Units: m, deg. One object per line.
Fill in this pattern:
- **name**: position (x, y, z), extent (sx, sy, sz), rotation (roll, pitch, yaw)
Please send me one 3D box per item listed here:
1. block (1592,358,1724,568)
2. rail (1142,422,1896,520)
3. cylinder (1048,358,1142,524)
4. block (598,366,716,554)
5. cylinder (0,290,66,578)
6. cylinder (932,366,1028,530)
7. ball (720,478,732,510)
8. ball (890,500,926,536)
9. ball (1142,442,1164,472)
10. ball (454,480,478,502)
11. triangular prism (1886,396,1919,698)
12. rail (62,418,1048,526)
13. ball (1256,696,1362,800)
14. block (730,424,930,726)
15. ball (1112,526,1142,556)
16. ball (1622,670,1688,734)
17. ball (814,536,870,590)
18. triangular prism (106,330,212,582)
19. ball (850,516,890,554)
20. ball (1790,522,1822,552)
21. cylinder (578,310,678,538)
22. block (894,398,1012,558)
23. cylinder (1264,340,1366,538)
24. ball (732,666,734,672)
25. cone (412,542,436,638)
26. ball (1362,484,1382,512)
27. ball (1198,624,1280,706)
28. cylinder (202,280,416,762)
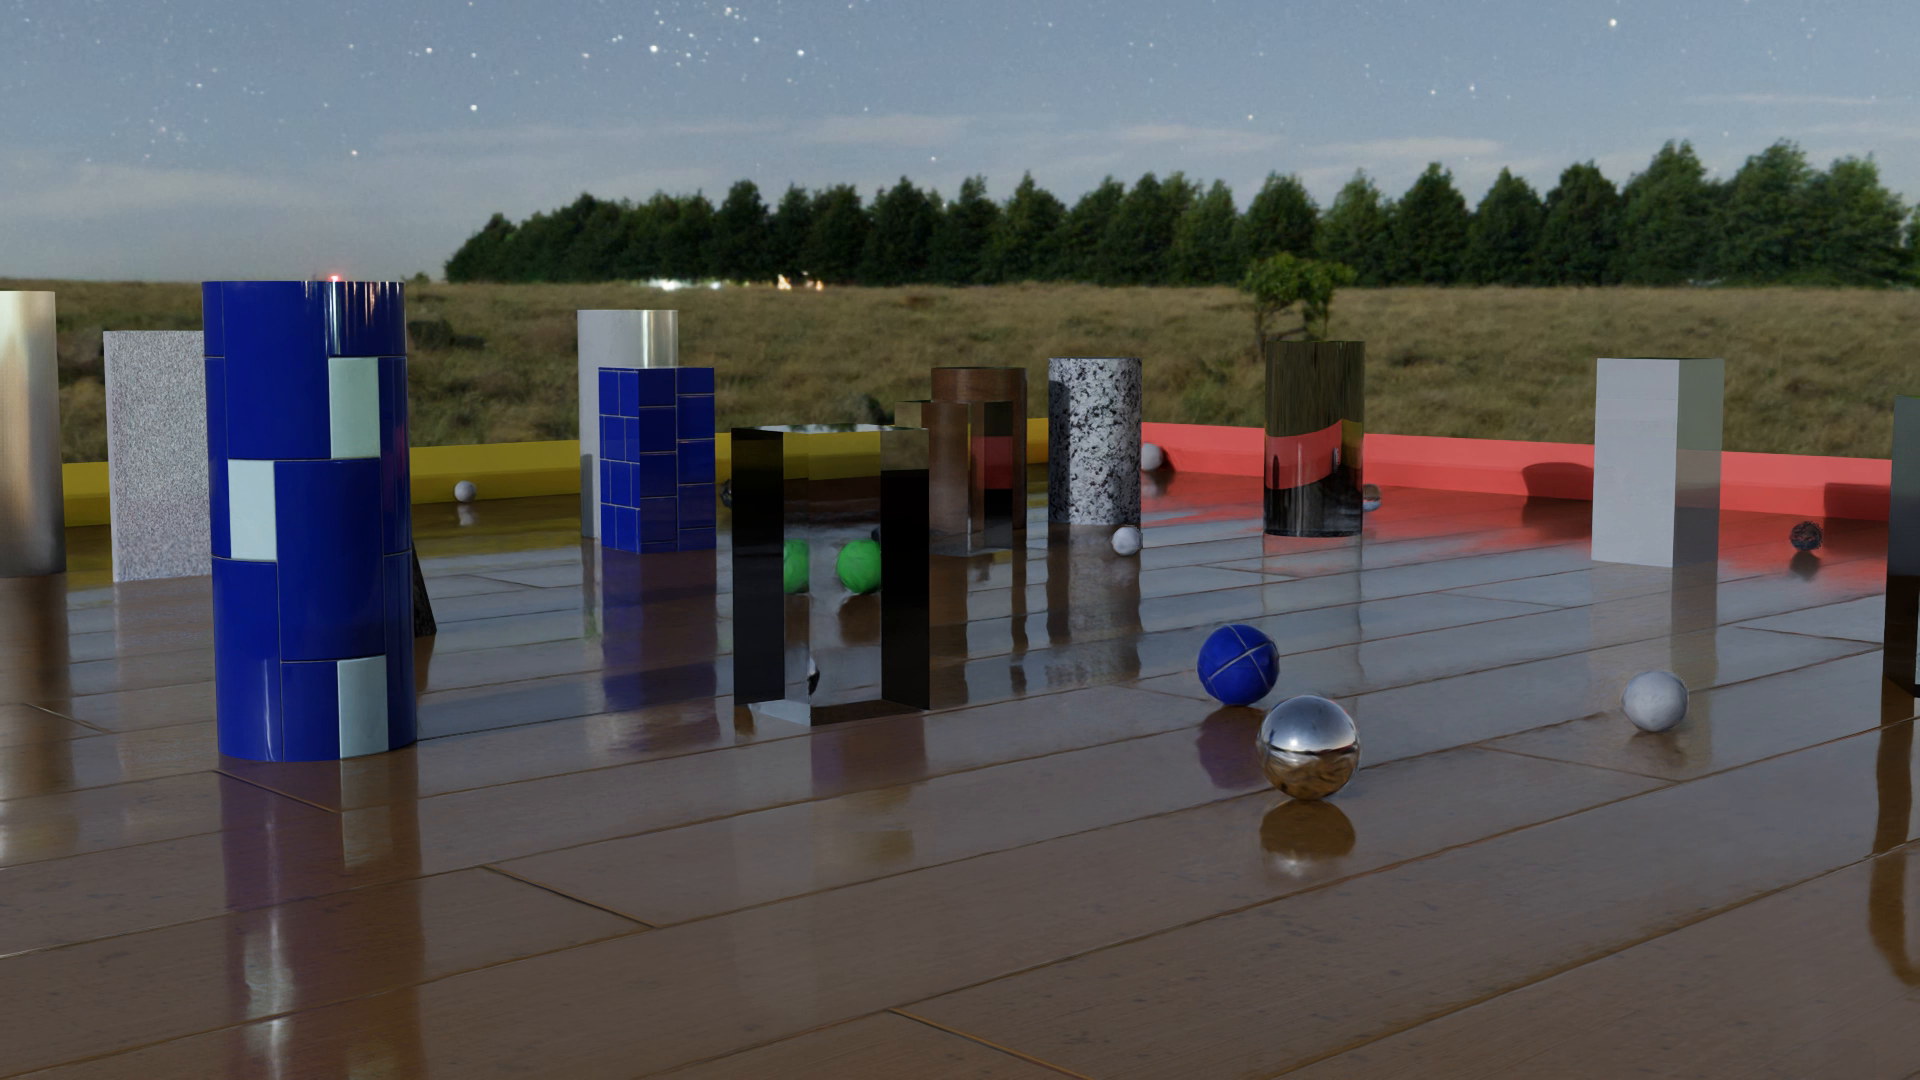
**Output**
- **block**: position (1.242, -0.143, 3.914), extent (0.158, 0.360, 0.158), rotation (-6, 8, -43)
- **rail**: position (1.711, -0.130, 4.902), extent (0.045, 0.128, 4.290), rotation (-5, 8, -42)
- **cylinder**: position (0.286, -0.214, 4.670), extent (0.198, 0.344, 0.198), rotation (0, 6, 0)
- **block**: position (-0.568, -0.154, 4.126), extent (0.158, 0.339, 0.158), rotation (-4, 7, -36)
- **cylinder**: position (-1.633, -0.182, 3.732), extent (0.198, 0.476, 0.198), rotation (0, 6, 0)
- **cylinder**: position (0.039, -0.190, 4.526), extent (0.198, 0.327, 0.198), rotation (0, 6, 0)
- **ball**: position (-0.499, -0.103, 4.915), extent (0.073, 0.073, 0.073), rotation (0, 6, 0)
- **ball**: position (-0.103, -0.042, 4.336), extent (0.071, 0.071, 0.071), rotation (0, 6, 0)
- **ball**: position (0.524, -0.230, 6.102), extent (0.080, 0.080, 0.080), rotation (0, 6, 0)
- **ball**: position (-1.149, -0.113, 5.112), extent (0.053, 0.053, 0.053), rotation (0, 6, 0)
- **triangular prism**: position (1.161, 0.002, 2.614), extent (0.171, 0.342, 0.148), rotation (-2, 6, -19)
- **rail**: position (-1.439, -0.128, 4.883), extent (4.704, 0.128, 0.045), rotation (-5, 8, -42)
- **ball**: position (0.318, 0.189, 2.008), extent (0.095, 0.095, 0.095), rotation (0, 6, 0)
- **block**: position (-0.145, 0.032, 2.455), extent (0.158, 0.315, 0.158), rotation (-4, 7, -37)
- **ball**: position (0.303, 0.002, 4.002), extent (0.053, 0.053, 0.053), rotation (0, 6, 0)
- **ball**: position (0.735, 0.171, 2.324), extent (0.067, 0.067, 0.067), rotation (0, 6, 0)
- **ball**: position (-0.189, 0.036, 3.512), extent (0.088, 0.088, 0.088), rotation (0, 6, 0)
- **triangular prism**: position (-1.373, -0.147, 3.713), extent (0.171, 0.410, 0.148), rotation (-5, 8, -40)
- **ball**: position (-0.164, -0.009, 4.027), extent (0.071, 0.071, 0.071), rotation (0, 6, 0)
- **ball**: position (1.569, -0.006, 4.080), extent (0.054, 0.054, 0.054), rotation (0, 6, 0)
- **cylinder**: position (-0.659, -0.234, 4.379), extent (0.198, 0.446, 0.198), rotation (0, 6, 0)
- **block**: position (-0.011, -0.118, 4.077), extent (0.158, 0.278, 0.158), rotation (4, 7, 32)
- **cylinder**: position (0.709, -0.205, 4.404), extent (0.198, 0.383, 0.198), rotation (0, 6, 0)
- **ball**: position (-0.230, 0.149, 2.542), extent (0.064, 0.064, 0.064), rotation (0, 6, 0)
- **cone**: position (-0.827, -0.082, 3.029), extent (0.198, 0.423, 0.198), rotation (0, 6, 0)
- **ball**: position (0.904, -0.093, 4.871), extent (0.062, 0.062, 0.062), rotation (0, 6, 0)
- **ball**: position (0.315, 0.141, 2.485), extent (0.093, 0.093, 0.093), rotation (0, 6, 0)
- **cylinder**: position (-0.664, -0.026, 2.250), extent (0.198, 0.473, 0.198), rotation (0, 6, 0)
